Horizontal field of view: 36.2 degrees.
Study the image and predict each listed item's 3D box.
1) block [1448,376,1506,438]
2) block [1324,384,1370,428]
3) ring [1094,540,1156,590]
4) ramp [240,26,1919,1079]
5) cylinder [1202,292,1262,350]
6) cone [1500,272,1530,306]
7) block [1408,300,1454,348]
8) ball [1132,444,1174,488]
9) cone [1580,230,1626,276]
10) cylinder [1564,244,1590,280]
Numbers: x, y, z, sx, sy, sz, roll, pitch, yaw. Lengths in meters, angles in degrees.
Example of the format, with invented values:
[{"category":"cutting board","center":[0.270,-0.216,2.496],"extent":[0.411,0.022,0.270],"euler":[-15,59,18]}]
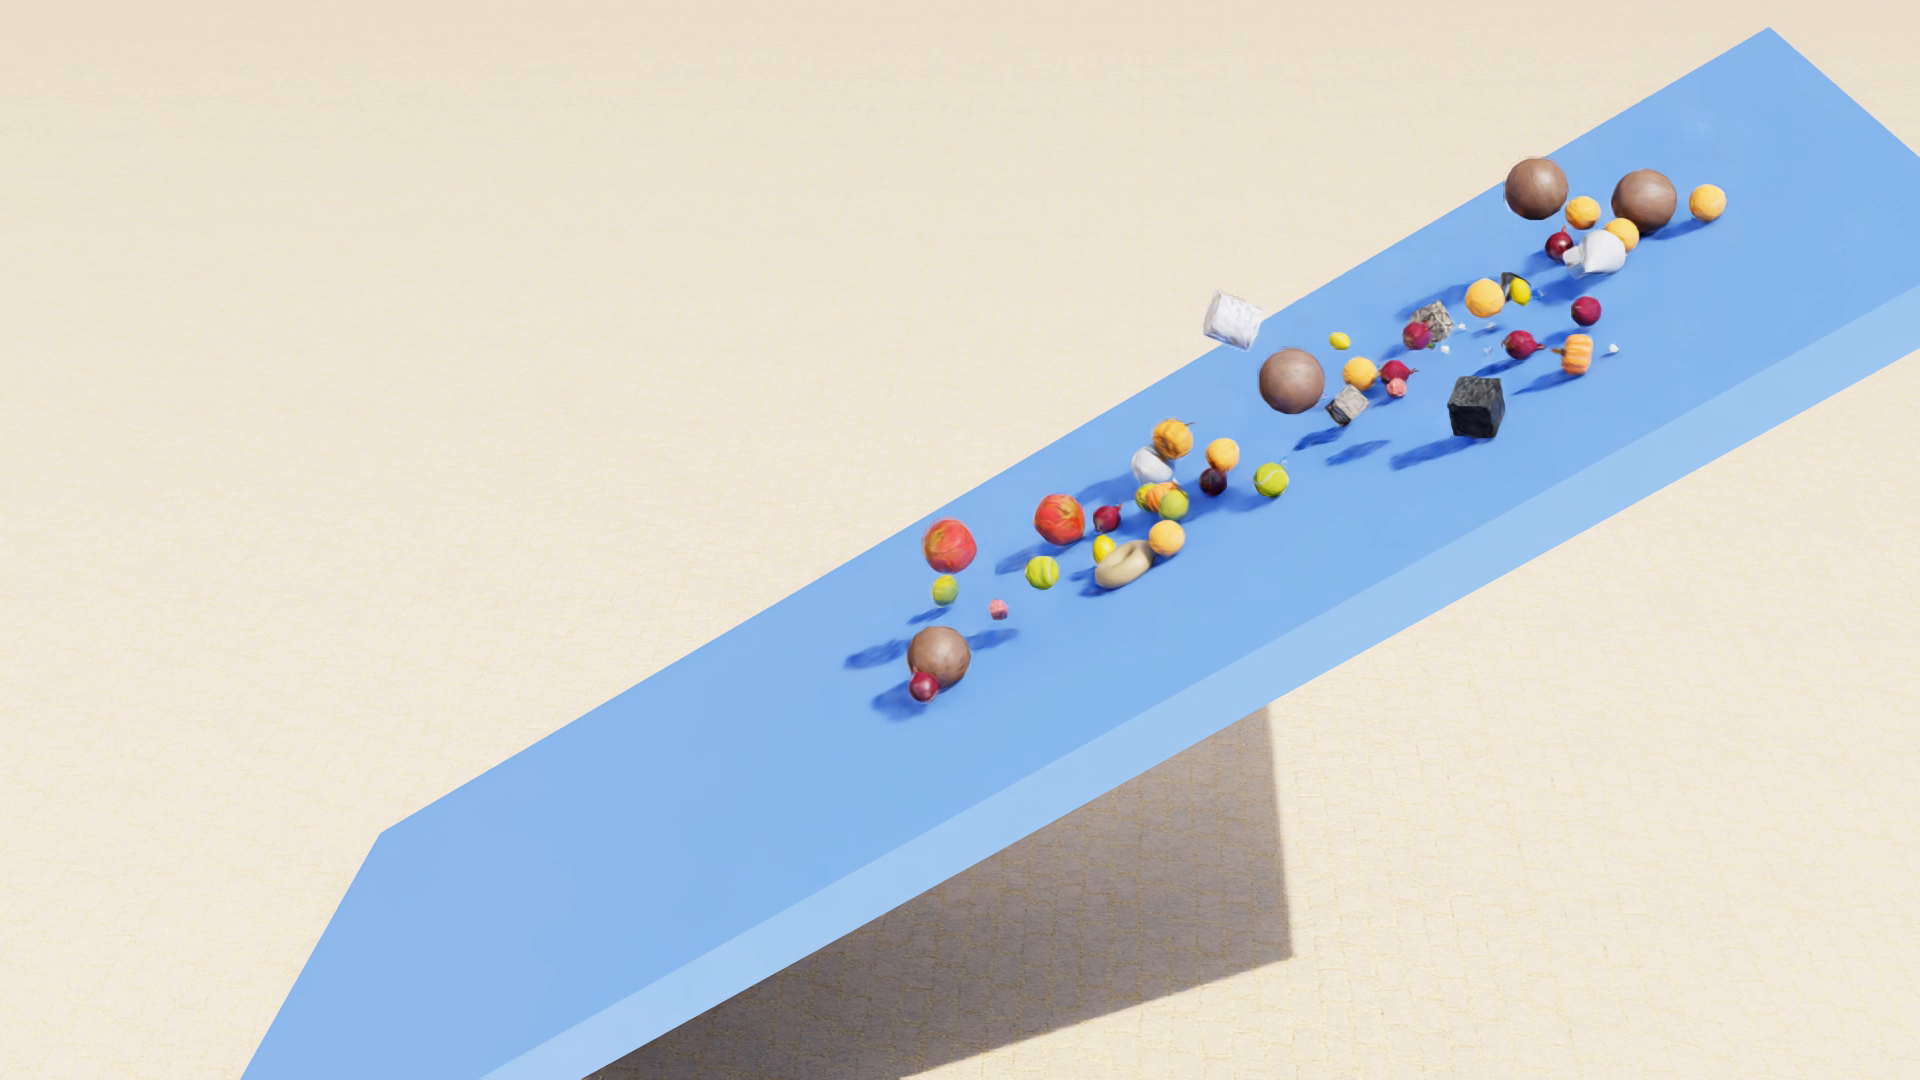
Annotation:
[{"category":"block","center":[0.958,-0.246,5.455],"extent":[0.079,0.079,0.079],"euler":[6,48,26]},{"category":"block","center":[0.782,-0.271,5.944],"extent":[0.056,0.056,0.056],"euler":[-40,-5,-19]},{"category":"ring","center":[0.336,0.049,5.979],"extent":[0.139,0.046,0.139],"euler":[-30,16,10]},{"category":"ramp","center":[0.141,0.169,6.291],"extent":[4.000,0.100,2.000],"euler":[-30,15,13]},{"category":"cylinder","center":[0.562,-0.451,6.070],"extent":[0.094,0.094,0.094],"euler":[18,18,-10]},{"category":"cone","center":[1.138,-0.512,6.103],"extent":[0.067,0.067,0.067],"euler":[26,-7,3]},{"category":"block","center":[0.987,-0.452,6.163],"extent":[0.064,0.064,0.064],"euler":[-24,18,33]},{"category":"ball","center":[0.418,-0.162,6.375],"extent":[0.094,0.094,0.094],"euler":[0,20,0]},{"category":"cone","center":[1.256,-0.550,5.826],"extent":[0.097,0.097,0.097],"euler":[12,34,29]},{"category":"cylinder","center":[1.264,-0.568,5.948],"extent":[0.063,0.063,0.063],"euler":[-24,6,31]}]
